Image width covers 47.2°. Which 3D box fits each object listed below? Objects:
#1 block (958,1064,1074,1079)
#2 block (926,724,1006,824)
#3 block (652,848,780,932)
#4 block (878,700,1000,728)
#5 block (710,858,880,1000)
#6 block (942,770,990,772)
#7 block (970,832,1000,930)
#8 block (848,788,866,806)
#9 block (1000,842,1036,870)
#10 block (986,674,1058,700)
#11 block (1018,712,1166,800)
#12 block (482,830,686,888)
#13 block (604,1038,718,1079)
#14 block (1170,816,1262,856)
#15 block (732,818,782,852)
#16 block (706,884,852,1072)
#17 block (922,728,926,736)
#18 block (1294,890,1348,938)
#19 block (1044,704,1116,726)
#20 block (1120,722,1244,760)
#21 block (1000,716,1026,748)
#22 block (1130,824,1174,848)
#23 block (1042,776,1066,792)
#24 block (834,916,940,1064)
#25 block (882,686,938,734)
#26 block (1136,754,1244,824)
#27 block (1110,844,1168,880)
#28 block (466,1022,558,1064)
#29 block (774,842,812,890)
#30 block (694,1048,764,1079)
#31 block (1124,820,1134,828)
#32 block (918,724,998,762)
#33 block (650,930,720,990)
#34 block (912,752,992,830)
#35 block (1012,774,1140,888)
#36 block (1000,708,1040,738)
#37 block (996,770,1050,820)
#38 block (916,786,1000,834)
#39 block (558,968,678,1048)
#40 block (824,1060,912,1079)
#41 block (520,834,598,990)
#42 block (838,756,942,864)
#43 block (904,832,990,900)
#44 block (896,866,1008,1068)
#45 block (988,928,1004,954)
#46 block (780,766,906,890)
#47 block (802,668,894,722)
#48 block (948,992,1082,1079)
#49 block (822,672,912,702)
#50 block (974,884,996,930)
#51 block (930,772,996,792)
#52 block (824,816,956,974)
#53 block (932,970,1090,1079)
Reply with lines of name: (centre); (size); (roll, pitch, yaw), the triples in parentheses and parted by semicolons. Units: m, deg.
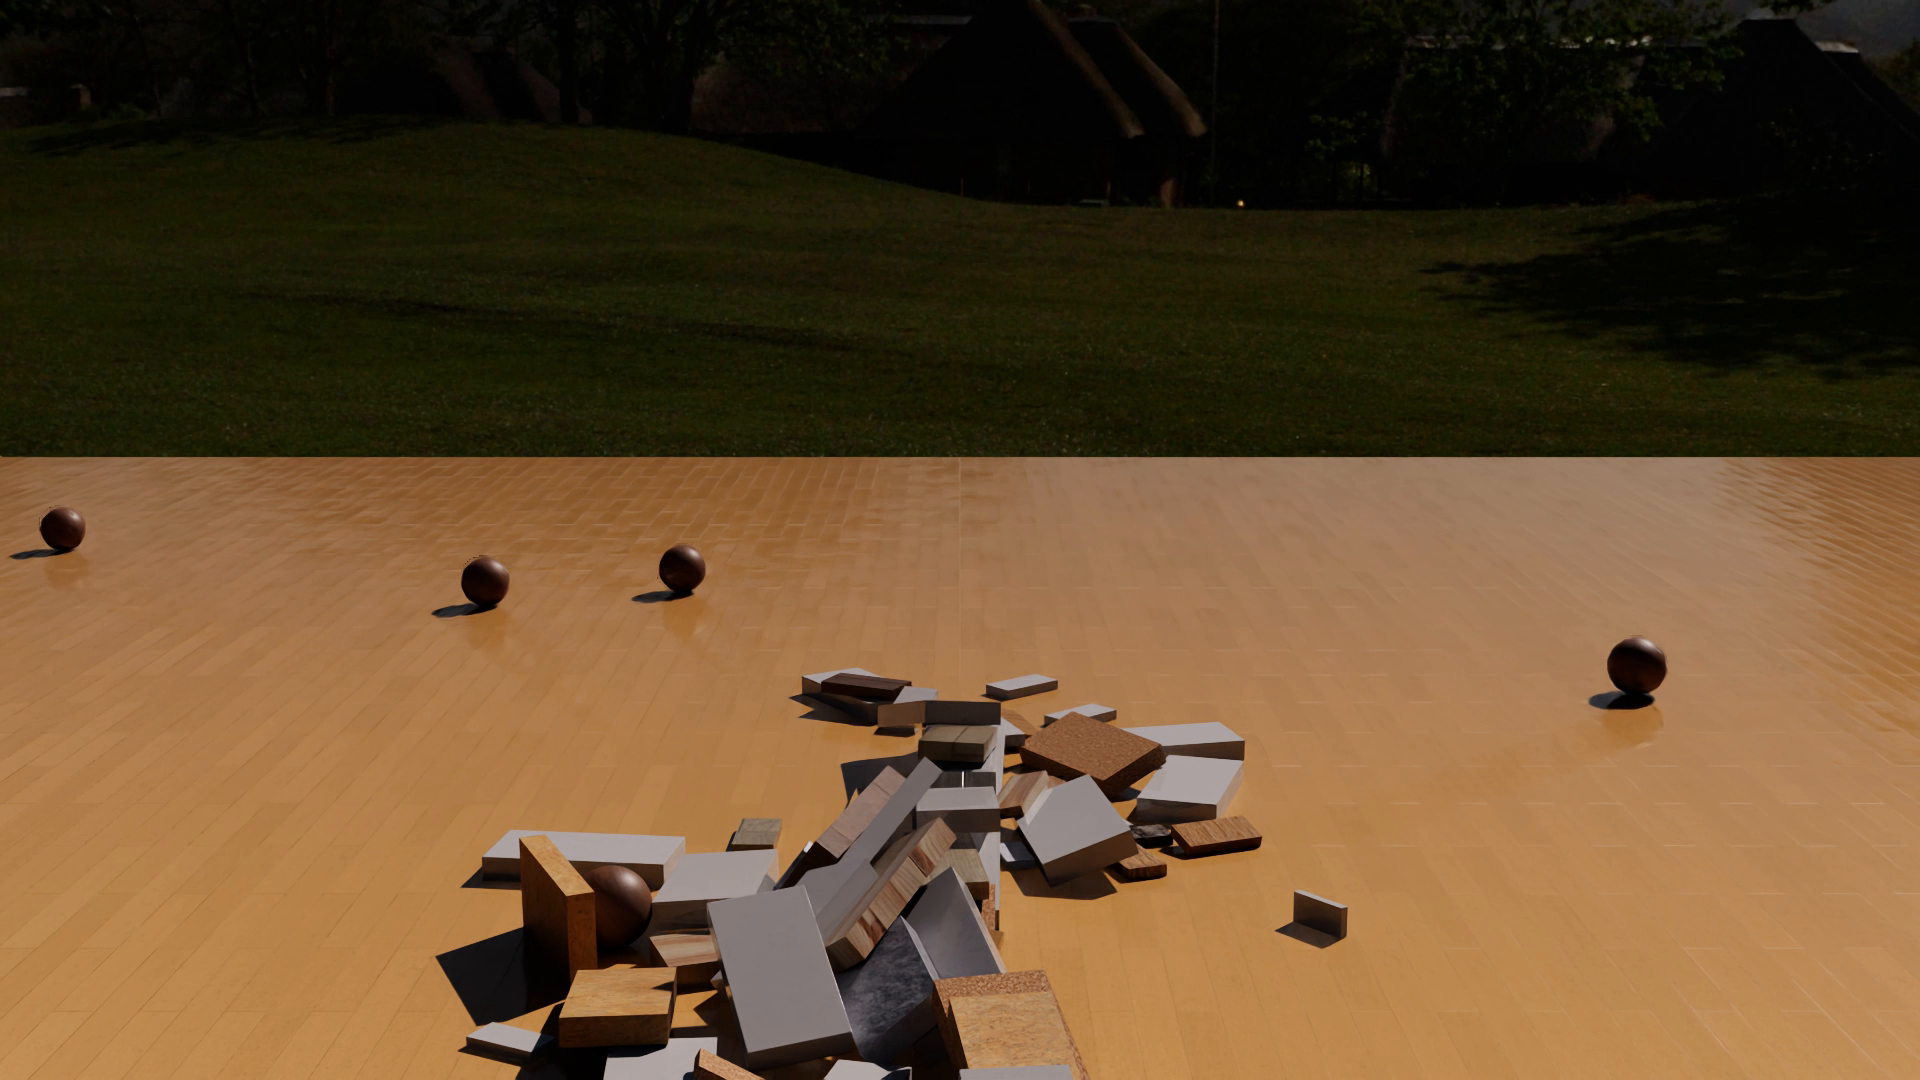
block: (0.085, 0.727, 2.572); (0.136, 0.039, 0.273); (0, 30, -10)
block: (0.005, 0.442, 4.162); (0.154, 0.044, 0.308); (1, 23, 3)
block: (-0.392, 0.565, 3.568); (0.161, 0.046, 0.321); (-4, 5, 2)
block: (-0.045, 0.347, 4.365); (0.154, 0.044, 0.308); (3, -7, -19)
block: (-0.243, 0.576, 3.262); (0.132, 0.037, 0.265); (-19, 18, 41)
block: (-0.009, 0.491, 3.874); (0.120, 0.034, 0.240); (0, 32, 2)
block: (-0.002, 0.546, 3.617); (0.135, 0.038, 0.270); (0, 25, 1)
block: (-0.168, 0.497, 4.113); (0.074, 0.021, 0.148); (1, 11, 5)
block: (0.094, 0.551, 3.842); (0.050, 0.014, 0.101); (-2, 11, -13)
block: (0.141, 0.333, 4.993); (0.152, 0.022, 0.076); (-9, 14, -40)
block: (0.257, 0.421, 4.333); (0.146, 0.041, 0.292); (-29, 23, -26)
block: (-0.645, 0.548, 3.782); (0.315, 0.042, 0.148); (1, 11, 7)
block: (-0.390, 0.723, 2.844); (0.144, 0.041, 0.288); (-1, 11, -5)
block: (0.455, 0.526, 3.910); (0.145, 0.021, 0.072); (-4, 26, -23)
block: (-0.362, 0.531, 3.932); (0.074, 0.021, 0.148); (0, 11, 1)
block: (-0.256, 0.611, 3.085); (0.144, 0.041, 0.288); (-9, 37, -14)
block: (0.002, 0.437, 4.371); (0.154, 0.044, 0.308); (0, 11, -1)
block: (0.573, 0.596, 3.501); (0.014, 0.050, 0.101); (-8, 13, -38)
block: (0.260, 0.381, 4.735); (0.148, 0.021, 0.074); (-9, 14, -42)
block: (0.416, 0.418, 4.480); (0.292, 0.041, 0.146); (-3, 11, -14)
block: (0.046, 0.380, 4.495); (0.089, 0.025, 0.254); (-4, 11, -20)
block: (0.311, 0.532, 3.932); (0.127, 0.018, 0.063); (-3, 11, -15)
block: (0.173, 0.479, 4.216); (0.063, 0.018, 0.127); (0, 11, -1)
block: (-0.099, 0.635, 3.095); (0.136, 0.039, 0.273); (-40, 17, -2)
block: (-0.107, 0.364, 4.705); (0.076, 0.022, 0.152); (4, 28, 19)
block: (0.440, 0.474, 4.179); (0.148, 0.042, 0.297); (3, 11, 16)
block: (0.294, 0.553, 3.809); (0.072, 0.021, 0.145); (-4, 11, -20)
block: (-0.622, 0.697, 3.050); (0.113, 0.016, 0.057); (6, 12, 28)
block: (-0.278, 0.549, 3.647); (0.014, 0.101, 0.050); (37, 13, 0)
block: (-0.292, 0.704, 2.863); (0.113, 0.016, 0.057); (28, 7, -9)
block: (0.259, 0.523, 3.990); (0.101, 0.014, 0.050); (-5, 12, -25)
block: (-0.002, 0.378, 4.107); (0.120, 0.034, 0.240); (2, 3, 7)
block: (-0.299, 0.627, 3.366); (0.329, 0.037, 0.132); (-4, 11, -20)
block: (-0.012, 0.457, 4.030); (0.120, 0.034, 0.240); (2, 23, 6)
block: (0.193, 0.506, 3.853); (0.161, 0.046, 0.321); (-21, 14, -5)
block: (0.104, 0.390, 4.597); (0.089, 0.025, 0.177); (8, 11, -21)
block: (0.105, 0.464, 3.995); (0.072, 0.021, 0.145); (-13, 15, 25)
block: (-0.006, 0.450, 3.673); (0.135, 0.038, 0.270); (-2, 1, -2)
block: (-0.477, 0.654, 3.089); (0.144, 0.041, 0.288); (-1, 1, -5)
block: (-0.139, 0.730, 2.837); (0.102, 0.029, 0.203); (3, 11, 14)
block: (-0.618, 0.568, 3.378); (0.042, 0.149, 0.297); (-5, 12, -24)
block: (-0.134, 0.469, 3.501); (0.037, 0.132, 0.265); (39, 48, 3)
block: (-0.023, 0.514, 3.481); (0.107, 0.030, 0.213); (-2, 15, -8)
block: (-0.027, 0.607, 3.173); (0.153, 0.043, 0.405); (-36, 17, 0)
block: (0.018, 0.626, 3.255); (0.064, 0.018, 0.128); (9, 39, 13)
block: (-0.204, 0.509, 3.674); (0.046, 0.161, 0.432); (37, 16, 5)
block: (-0.216, 0.342, 4.889); (0.146, 0.041, 0.292); (-7, 13, -33)
block: (0.078, 0.677, 2.743); (0.136, 0.039, 0.289); (-1, 29, -12)
block: (-0.205, 0.322, 4.818); (0.177, 0.025, 0.089); (5, 12, 25)
block: (0.000, 0.602, 3.358); (0.107, 0.030, 0.213); (0, 27, 1)
block: (-0.006, 0.498, 3.794); (0.135, 0.038, 0.270); (0, 32, 1)
block: (-0.133, 0.547, 3.313); (0.153, 0.043, 0.307); (-35, 8, 38)
block: (0.074, 0.675, 2.833); (0.153, 0.043, 0.307); (-3, 29, -14)
